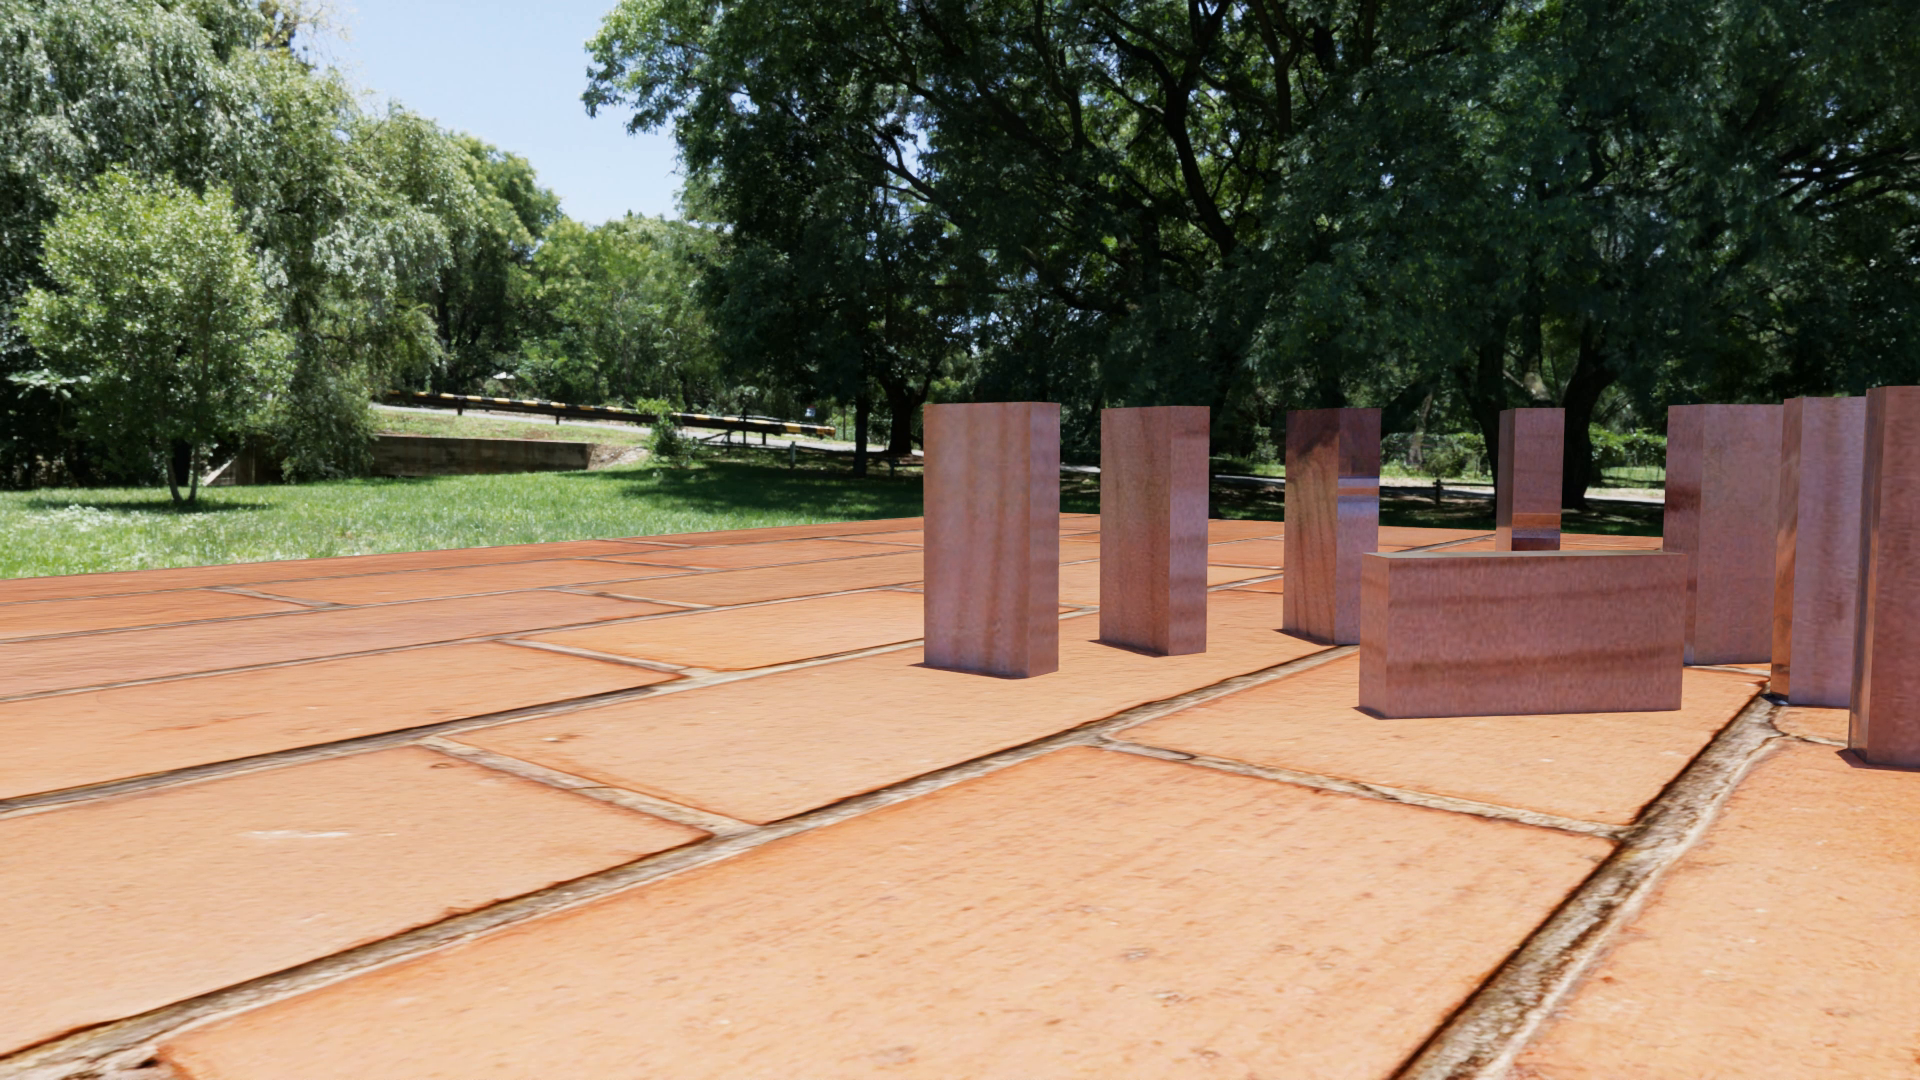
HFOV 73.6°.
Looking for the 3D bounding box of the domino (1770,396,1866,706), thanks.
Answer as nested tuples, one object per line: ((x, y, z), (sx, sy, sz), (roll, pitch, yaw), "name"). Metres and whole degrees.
((0.149, 0.002, 0.209), (0.025, 0.050, 0.009), (1, 4, 17), "domino")

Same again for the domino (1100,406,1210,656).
((0.040, -0.003, 0.269), (0.010, 0.050, 0.025), (-2, 5, -27), "domino")

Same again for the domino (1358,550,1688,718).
((0.090, 0.015, 0.206), (0.050, 0.025, 0.010), (-1, 4, -8), "domino")

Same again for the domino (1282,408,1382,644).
((0.082, -0.004, 0.283), (0.009, 0.050, 0.025), (-1, 4, -11), "domino")

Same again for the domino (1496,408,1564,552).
((0.125, -0.004, 0.282), (0.010, 0.050, 0.025), (1, 4, 16), "domino")

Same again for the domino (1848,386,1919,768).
((0.134, 0.005, 0.169), (0.025, 0.050, 0.009), (2, 5, 22), "domino")

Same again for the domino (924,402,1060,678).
((0.006, -0.001, 0.243), (0.025, 0.050, 0.009), (3, 5, 38), "domino")

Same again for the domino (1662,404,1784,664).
((0.153, -0.001, 0.253), (0.025, 0.050, 0.009), (-1, 4, -11), "domino")
